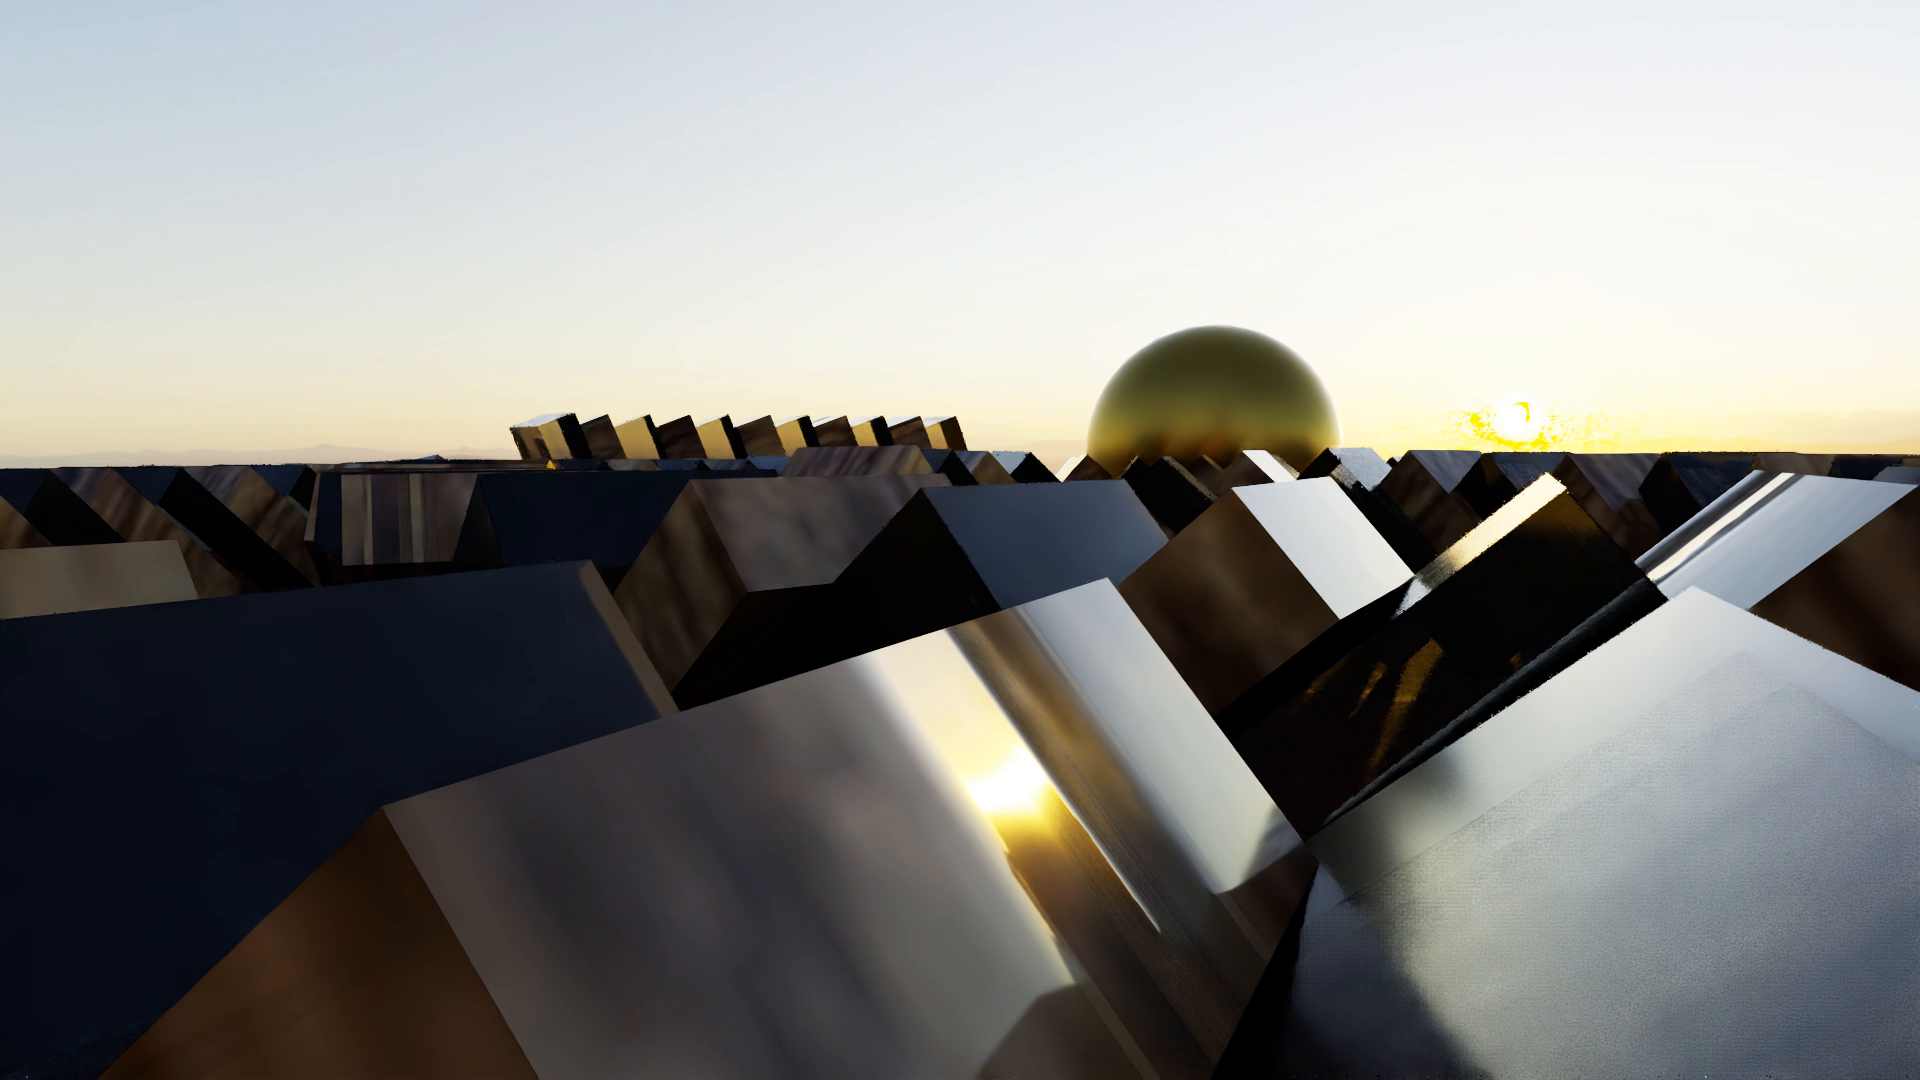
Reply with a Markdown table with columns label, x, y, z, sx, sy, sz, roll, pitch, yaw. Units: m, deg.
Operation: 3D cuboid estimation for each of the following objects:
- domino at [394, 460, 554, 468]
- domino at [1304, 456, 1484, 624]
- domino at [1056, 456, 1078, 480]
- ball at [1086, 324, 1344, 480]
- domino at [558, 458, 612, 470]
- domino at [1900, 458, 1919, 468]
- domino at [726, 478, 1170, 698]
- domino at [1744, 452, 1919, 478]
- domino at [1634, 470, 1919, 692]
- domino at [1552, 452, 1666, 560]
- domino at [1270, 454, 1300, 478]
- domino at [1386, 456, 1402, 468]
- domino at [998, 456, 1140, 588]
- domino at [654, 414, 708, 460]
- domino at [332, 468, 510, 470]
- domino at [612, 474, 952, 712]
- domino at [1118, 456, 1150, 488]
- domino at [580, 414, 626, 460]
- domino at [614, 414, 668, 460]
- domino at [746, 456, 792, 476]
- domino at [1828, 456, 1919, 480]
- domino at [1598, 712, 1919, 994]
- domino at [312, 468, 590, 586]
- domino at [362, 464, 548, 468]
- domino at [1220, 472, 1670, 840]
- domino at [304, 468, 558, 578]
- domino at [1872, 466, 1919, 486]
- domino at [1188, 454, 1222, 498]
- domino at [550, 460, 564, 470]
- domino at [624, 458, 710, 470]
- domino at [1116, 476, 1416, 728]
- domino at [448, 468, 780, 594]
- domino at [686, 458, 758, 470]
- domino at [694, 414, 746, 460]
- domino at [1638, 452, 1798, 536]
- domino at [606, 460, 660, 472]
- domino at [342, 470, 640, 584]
| label | x | y | z | sx | sy | sz | roll | pitch | yaw |
| --- | --- | --- | --- | --- | --- | --- | --- | --- | --- |
| domino | -0.070 | 0.007 | 0.207 | 0.025 | 0.010 | 0.050 | 1 | -37 | 11 |
| domino | 0.110 | -0.001 | 0.320 | 0.050 | 0.009 | 0.025 | 46 | 24 | 20 |
| domino | 0.045 | -0.001 | 0.326 | 0.050 | 0.010 | 0.025 | 40 | 4 | -2 |
| ball | 0.080 | -0.028 | 0.408 | 0.080 | 0.080 | 0.080 | 0 | 4 | 0 |
| domino | -0.064 | 0.005 | 0.239 | 0.025 | 0.010 | 0.050 | 2 | -36 | 28 |
| domino | 0.136 | 0.010 | 0.161 | 0.025 | 0.009 | 0.050 | 2 | 47 | 24 |
| domino | -0.008 | 0.015 | 0.100 | 0.050 | 0.009 | 0.025 | -45 | -23 | 30 |
| domino | 0.140 | 0.008 | 0.193 | 0.025 | 0.009 | 0.050 | 1 | 47 | 6 |
| domino | 0.039 | 0.016 | 0.086 | 0.050 | 0.010 | 0.025 | -42 | -6 | 14 |
| domino | 0.127 | 0.005 | 0.224 | 0.025 | 0.009 | 0.050 | -1 | 47 | -18 |
| domino | 0.094 | -0.002 | 0.325 | 0.050 | 0.009 | 0.025 | 43 | 18 | 14 |
| domino | 0.125 | -0.001 | 0.313 | 0.025 | 0.009 | 0.050 | -4 | 45 | -52 |
| domino | 0.029 | -0.001 | 0.322 | 0.050 | 0.009 | 0.025 | 40 | -2 | -9 |
| domino | -0.069 | -0.008 | 0.345 | 0.010 | 0.050 | 0.025 | -23 | 12 | -17 |
| domino | -0.065 | 0.010 | 0.175 | 0.025 | 0.010 | 0.050 | 0 | -36 | -5 |
| domino | -0.021 | 0.014 | 0.108 | 0.025 | 0.010 | 0.050 | -5 | -35 | -47 |
| domino | 0.061 | -0.002 | 0.327 | 0.050 | 0.009 | 0.025 | 40 | 8 | 2 |
| domino | -0.088 | -0.007 | 0.333 | 0.010 | 0.050 | 0.025 | -25 | 13 | -20 |
| domino | -0.078 | -0.008 | 0.340 | 0.010 | 0.050 | 0.025 | -24 | 12 | -17 |
| domino | -0.028 | 0.001 | 0.293 | 0.050 | 0.010 | 0.025 | 45 | -22 | -30 |
| domino | 0.140 | 0.009 | 0.177 | 0.025 | 0.010 | 0.050 | 1 | 47 | 16 |
| domino | 0.072 | 0.016 | 0.093 | 0.050 | 0.009 | 0.025 | -42 | 10 | -4 |
| domino | -0.055 | 0.012 | 0.144 | 0.025 | 0.010 | 0.050 | -2 | -36 | -18 |
| domino | -0.068 | 0.008 | 0.190 | 0.025 | 0.009 | 0.050 | 0 | -36 | 1 |
| domino | 0.023 | 0.016 | 0.088 | 0.050 | 0.009 | 0.025 | -43 | -11 | 20 |
| domino | -0.061 | 0.011 | 0.159 | 0.025 | 0.010 | 0.050 | -1 | -36 | -12 |
| domino | 0.056 | 0.016 | 0.088 | 0.050 | 0.010 | 0.025 | -42 | 2 | 4 |
| domino | 0.078 | -0.002 | 0.326 | 0.050 | 0.009 | 0.025 | 42 | 12 | 7 |
| domino | -0.069 | 0.006 | 0.224 | 0.025 | 0.010 | 0.050 | 1 | -36 | 23 |
| domino | -0.049 | 0.003 | 0.268 | 0.025 | 0.010 | 0.050 | 4 | -34 | 41 |
| domino | 0.008 | 0.016 | 0.093 | 0.050 | 0.010 | 0.025 | -44 | -16 | 24 |
| domino | -0.035 | 0.014 | 0.118 | 0.025 | 0.010 | 0.050 | -3 | -36 | -36 |
| domino | -0.039 | 0.002 | 0.281 | 0.025 | 0.010 | 0.050 | 5 | -33 | 48 |
| domino | -0.060 | -0.009 | 0.349 | 0.010 | 0.050 | 0.025 | -23 | 12 | -17 |
| domino | 0.135 | 0.006 | 0.209 | 0.025 | 0.009 | 0.050 | 0 | 48 | -6 |
| domino | -0.057 | 0.004 | 0.254 | 0.025 | 0.009 | 0.050 | 3 | -35 | 35 |
| domino | -0.047 | 0.013 | 0.130 | 0.025 | 0.009 | 0.050 | -2 | -36 | -23 |
